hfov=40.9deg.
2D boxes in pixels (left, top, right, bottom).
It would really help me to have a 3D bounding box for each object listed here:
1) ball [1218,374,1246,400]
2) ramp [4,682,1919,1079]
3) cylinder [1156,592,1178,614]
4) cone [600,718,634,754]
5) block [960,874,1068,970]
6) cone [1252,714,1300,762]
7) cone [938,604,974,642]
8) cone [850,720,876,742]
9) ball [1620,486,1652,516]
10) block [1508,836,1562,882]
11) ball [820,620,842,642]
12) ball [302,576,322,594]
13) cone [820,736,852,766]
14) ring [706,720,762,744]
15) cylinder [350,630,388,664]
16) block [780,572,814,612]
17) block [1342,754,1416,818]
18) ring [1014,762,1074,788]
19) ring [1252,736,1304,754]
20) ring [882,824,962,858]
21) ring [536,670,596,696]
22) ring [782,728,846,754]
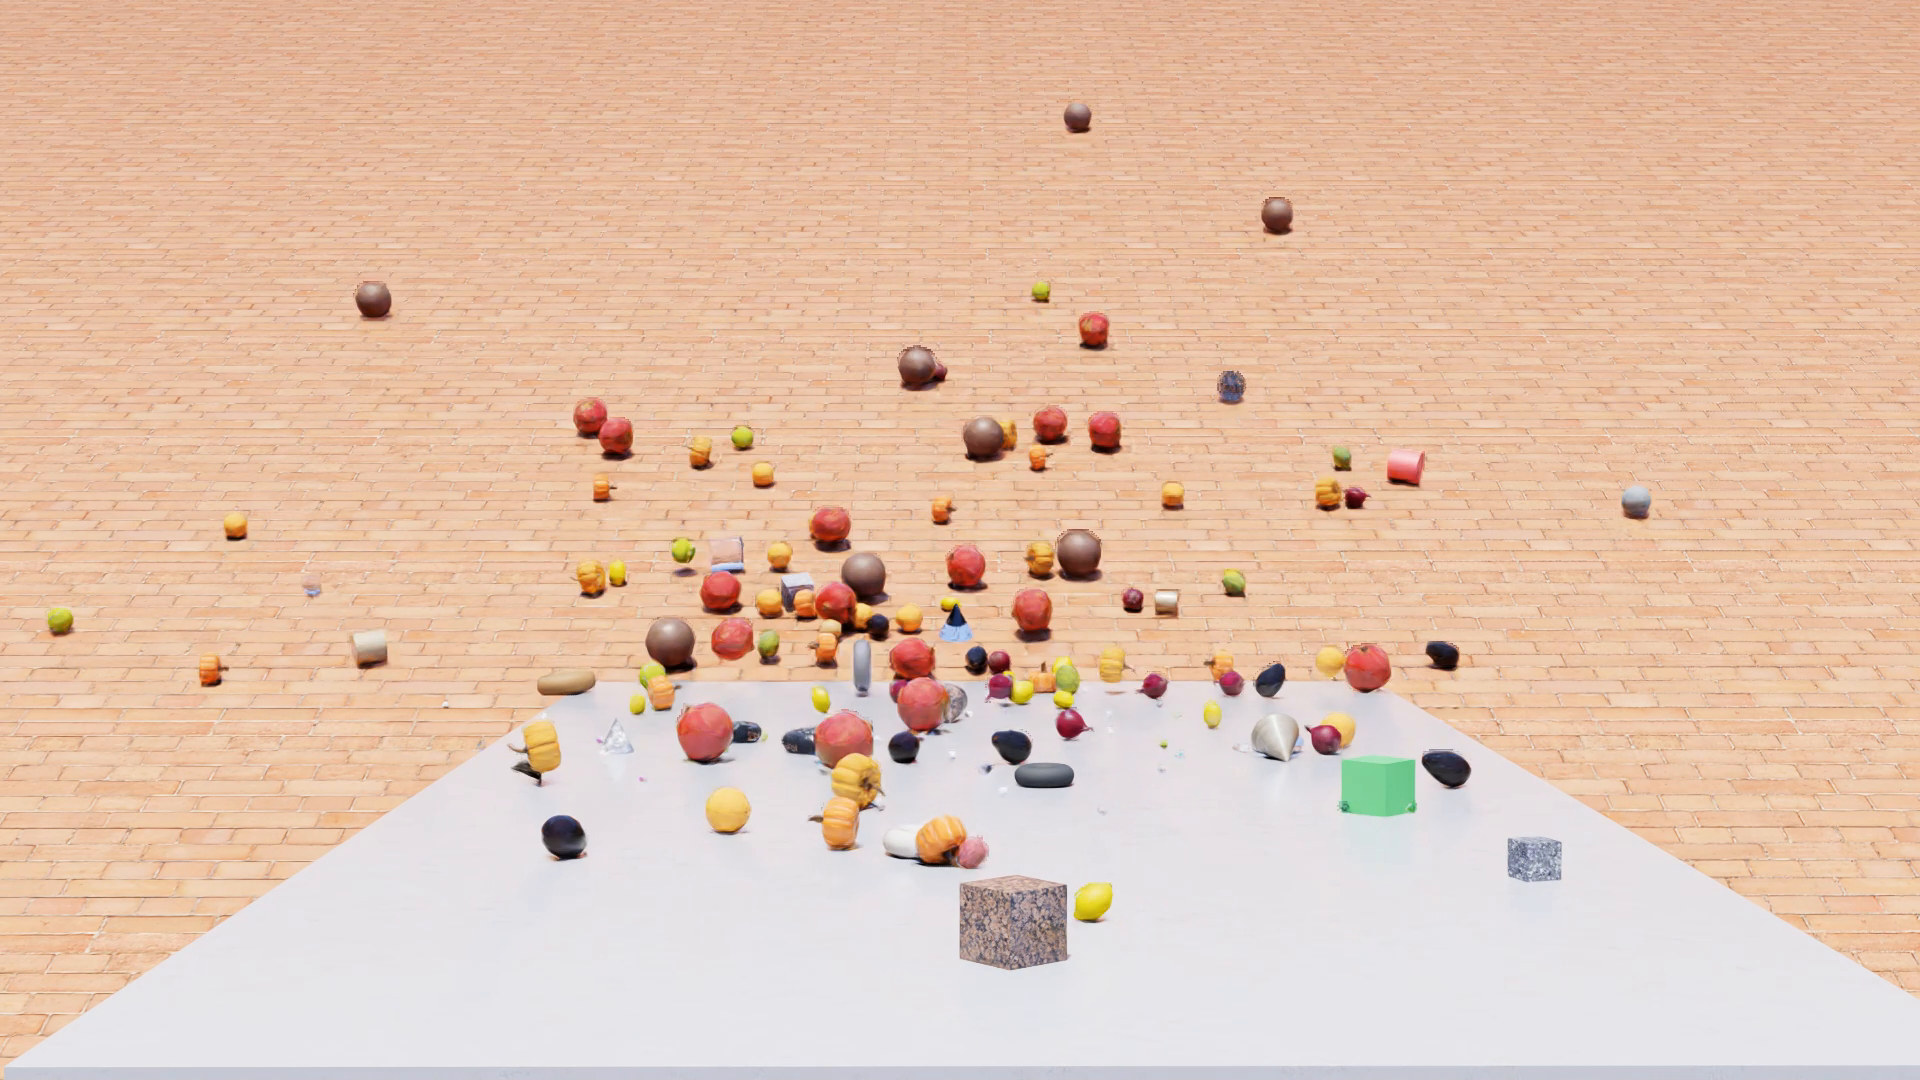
[{"bbox_3d":[0.914,-0.515,8.667,0.093,0.093,0.093,0,23,0],"label":"ball"},{"bbox_3d":[0.054,0.489,4.541,2.000,0.100,4.000,0,2,0],"label":"ramp"},{"bbox_3d":[0.574,0.172,7.130,0.059,0.059,0.059,3,24,8],"label":"cylinder"},{"bbox_3d":[-0.677,0.383,5.078,0.071,0.071,0.071,0,2,0],"label":"cone"},{"bbox_3d":[0.063,0.453,3.054,0.091,0.091,0.091,-2,3,-41],"label":"block"},{"bbox_3d":[0.618,0.401,4.955,0.096,0.096,0.096,-3,29,-7],"label":"cone"},{"bbox_3d":[-0.011,0.213,6.987,0.097,0.097,0.097,0,23,0],"label":"cone"},{"bbox_3d":[-0.189,0.400,5.235,0.050,0.050,0.050,27,29,7],"label":"cone"},{"bbox_3d":[2.037,-0.119,7.759,0.091,0.091,0.091,0,23,0],"label":"ball"},{"bbox_3d":[0.807,0.448,3.618,0.054,0.054,0.054,-1,2,-19],"label":"block"},{"bbox_3d":[-0.349,0.244,6.963,0.060,0.060,0.060,0,23,0],"label":"ball"},{"bbox_3d":[-1.822,0.126,7.240,0.055,0.055,0.055,0,23,0],"label":"ball"},{"bbox_3d":[-0.234,0.397,4.874,0.058,0.058,0.058,0,2,0],"label":"cone"},{"bbox_3d":[-0.462,0.392,5.257,0.116,0.039,0.116,1,2,0],"label":"ring"},{"bbox_3d":[-1.570,0.285,6.840,0.082,0.082,0.082,-10,26,-22],"label":"cylinder"},{"bbox_3d":[-0.452,0.146,7.166,0.078,0.078,0.078,-7,24,-15],"label":"block"},{"bbox_3d":[0.692,0.406,4.259,0.087,0.087,0.087,2,3,43],"label":"block"},{"bbox_3d":[0.150,0.419,4.592,0.108,0.036,0.108,-1,3,0],"label":"ring"},{"bbox_3d":[0.625,0.401,5.070,0.104,0.035,0.104,-1,3,0],"label":"ring"},{"bbox_3d":[-0.056,0.448,3.826,0.118,0.039,0.118,1,2,0],"label":"ring"},{"bbox_3d":[-0.959,0.348,6.271,0.146,0.049,0.146,-7,2,0],"label":"ring"},{"bbox_3d":[-0.288,0.397,5.087,0.127,0.042,0.127,-1,3,0],"label":"ring"}]
